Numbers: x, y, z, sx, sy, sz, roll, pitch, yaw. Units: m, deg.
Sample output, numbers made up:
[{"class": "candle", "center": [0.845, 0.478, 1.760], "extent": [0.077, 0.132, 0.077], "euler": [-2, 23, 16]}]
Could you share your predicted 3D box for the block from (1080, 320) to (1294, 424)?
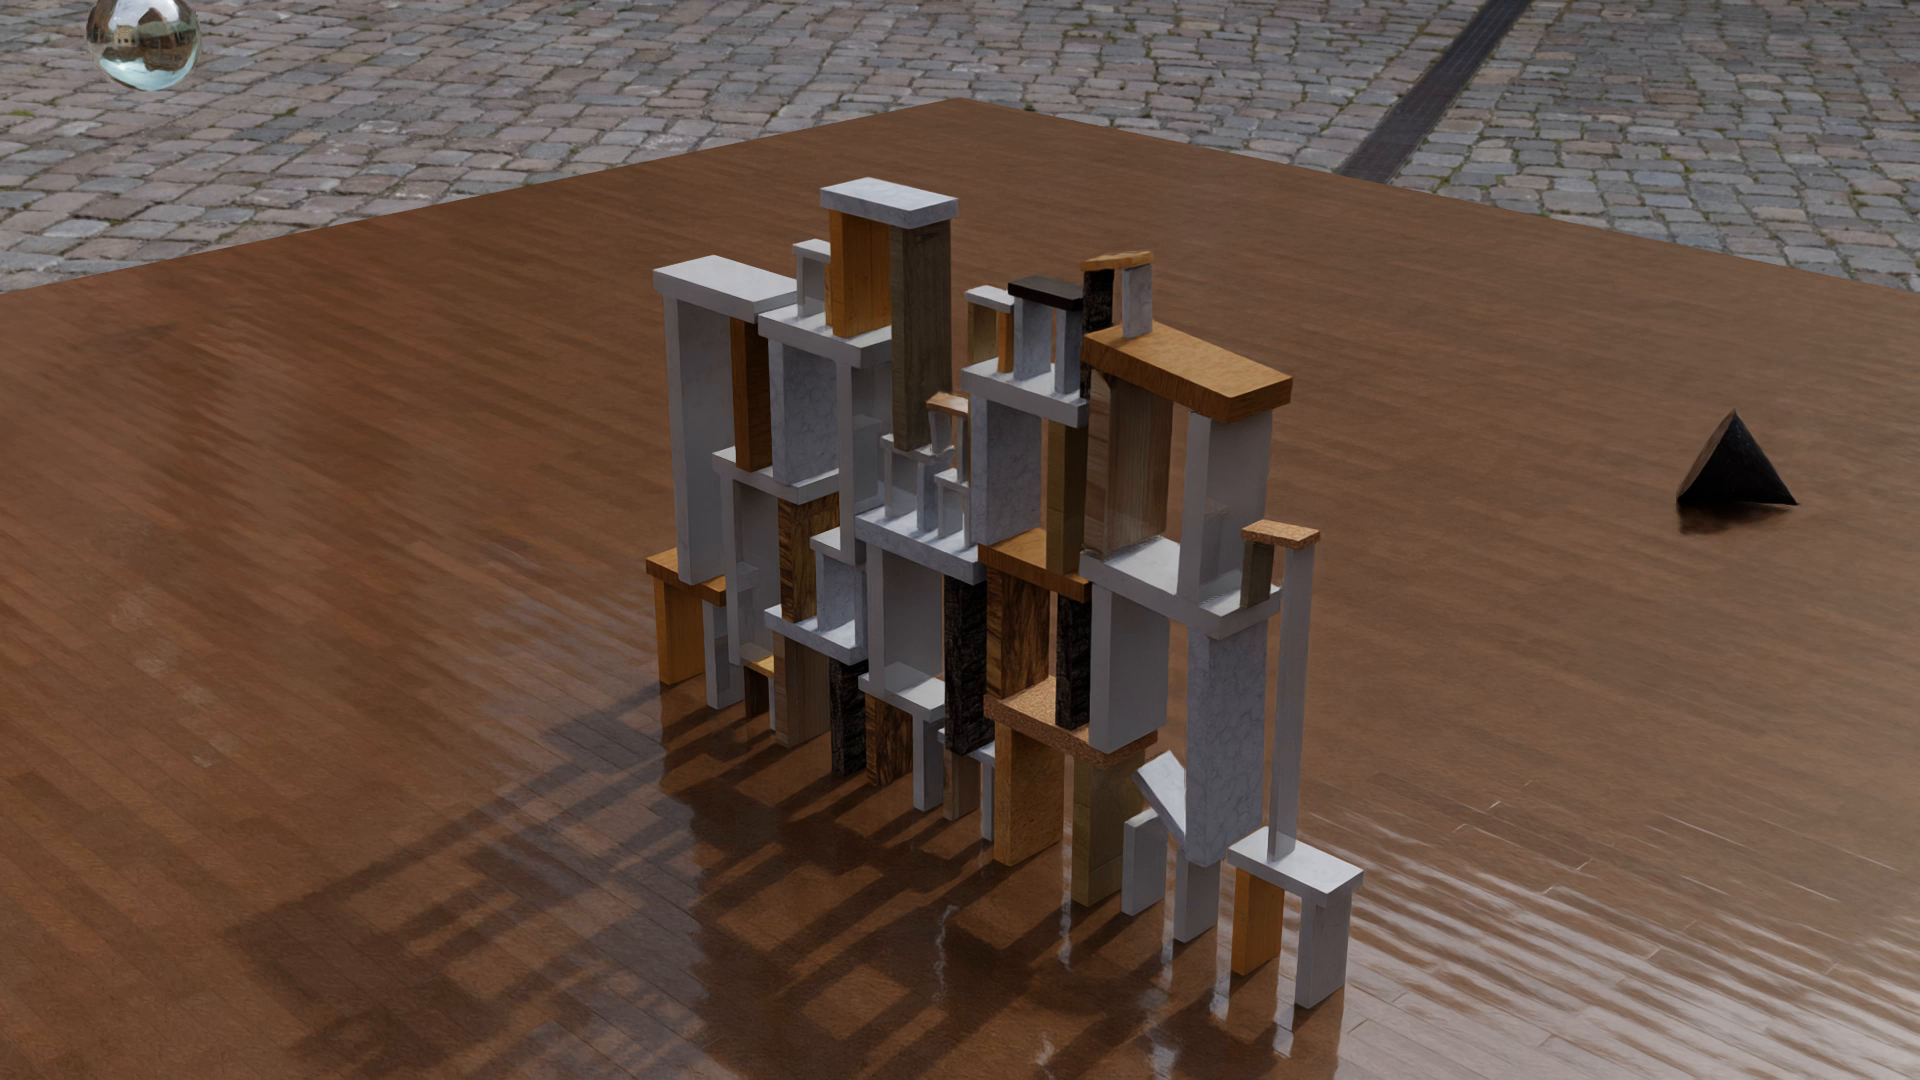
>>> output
[{"class": "block", "center": [0.377, -0.287, 3.690], "extent": [0.163, 0.046, 0.327], "euler": [-19, 35, -41]}]

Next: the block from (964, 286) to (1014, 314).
[{"class": "block", "center": [0.069, -0.433, 3.955], "extent": [0.058, 0.016, 0.115], "euler": [-21, 32, -41]}]

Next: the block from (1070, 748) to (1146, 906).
[{"class": "block", "center": [0.279, 0.523, 4.138], "extent": [0.043, 0.304, 0.152], "euler": [21, 31, 41]}]

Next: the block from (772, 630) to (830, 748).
[{"class": "block", "center": [-0.334, 0.300, 4.712], "extent": [0.038, 0.267, 0.134], "euler": [21, 31, 41]}]

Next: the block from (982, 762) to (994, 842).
[{"class": "block", "center": [0.083, 0.505, 4.356], "extent": [0.084, 0.167, 0.024], "euler": [-21, 31, -41]}]

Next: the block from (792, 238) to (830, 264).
[{"class": "block", "center": [-0.263, -0.560, 4.279], "extent": [0.124, 0.018, 0.062], "euler": [21, 31, 41]}]

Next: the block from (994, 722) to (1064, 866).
[{"class": "block", "center": [0.136, 0.467, 4.270], "extent": [0.043, 0.304, 0.152], "euler": [21, 31, 41]}]

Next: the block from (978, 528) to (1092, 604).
[{"class": "block", "center": [0.174, 0.041, 4.046], "extent": [0.133, 0.038, 0.265], "euler": [-21, 31, -41]}]

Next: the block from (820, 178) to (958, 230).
[{"class": "block", "center": [-0.134, -0.629, 4.102], "extent": [0.123, 0.035, 0.247], "euler": [-22, 31, -40]}]

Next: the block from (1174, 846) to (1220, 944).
[{"class": "block", "center": [0.435, 0.633, 4.025], "extent": [0.095, 0.191, 0.027], "euler": [-21, 31, -40]}]

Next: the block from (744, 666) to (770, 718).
[{"class": "block", "center": [-0.444, 0.324, 4.838], "extent": [0.018, 0.124, 0.062], "euler": [21, 31, 41]}]

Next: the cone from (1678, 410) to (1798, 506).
[{"class": "cone", "center": [2.151, -0.165, 5.970], "extent": [0.278, 0.278, 0.278], "euler": [31, 30, 9]}]

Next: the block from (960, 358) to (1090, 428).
[{"class": "block", "center": [0.152, -0.271, 3.944], "extent": [0.144, 0.041, 0.288], "euler": [-21, 31, -41]}]

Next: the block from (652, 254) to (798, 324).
[{"class": "block", "center": [-0.465, -0.516, 4.507], "extent": [0.162, 0.046, 0.324], "euler": [-21, 31, -41]}]

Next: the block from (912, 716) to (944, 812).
[{"class": "block", "center": [-0.047, 0.436, 4.463], "extent": [0.030, 0.211, 0.105], "euler": [21, 31, 41]}]

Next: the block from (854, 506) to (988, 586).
[{"class": "block", "center": [-0.033, -0.003, 4.261], "extent": [0.325, 0.046, 0.162], "euler": [21, 31, 41]}]

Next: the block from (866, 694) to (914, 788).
[{"class": "block", "center": [-0.146, 0.397, 4.554], "extent": [0.030, 0.211, 0.105], "euler": [21, 31, 41]}]

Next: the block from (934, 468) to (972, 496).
[{"class": "block", "center": [0.006, -0.109, 4.160], "extent": [0.106, 0.015, 0.053], "euler": [21, 31, 40]}]

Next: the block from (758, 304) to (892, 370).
[{"class": "block", "center": [-0.241, -0.406, 4.309], "extent": [0.301, 0.043, 0.151], "euler": [21, 31, 41]}]

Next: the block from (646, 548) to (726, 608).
[{"class": "block", "center": [-0.565, 0.076, 4.874], "extent": [0.258, 0.037, 0.129], "euler": [21, 31, 41]}]

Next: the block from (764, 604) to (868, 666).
[{"class": "block", "center": [-0.271, 0.184, 4.595], "extent": [0.267, 0.038, 0.134], "euler": [21, 31, 41]}]

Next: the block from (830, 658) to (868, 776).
[{"class": "block", "center": [-0.208, 0.349, 4.596], "extent": [0.038, 0.267, 0.134], "euler": [21, 31, 41]}]

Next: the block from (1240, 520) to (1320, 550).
[{"class": "block", "center": [0.530, -0.008, 3.634], "extent": [0.118, 0.017, 0.059], "euler": [13, 26, 44]}]

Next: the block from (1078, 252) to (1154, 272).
[{"class": "block", "center": [0.265, -0.472, 3.731], "extent": [0.117, 0.017, 0.059], "euler": [2, 17, 45]}]

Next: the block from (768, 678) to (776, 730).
[{"class": "block", "center": [-0.386, 0.347, 4.784], "extent": [0.018, 0.124, 0.062], "euler": [21, 31, 41]}]

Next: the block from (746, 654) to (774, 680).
[{"class": "block", "center": [-0.415, 0.270, 4.783], "extent": [0.124, 0.018, 0.062], "euler": [21, 31, 41]}]

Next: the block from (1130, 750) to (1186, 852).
[{"class": "block", "center": [0.401, 0.481, 3.986], "extent": [0.095, 0.027, 0.191], "euler": [-24, 71, -41]}]

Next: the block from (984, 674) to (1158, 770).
[{"class": "block", "center": [0.206, 0.336, 4.135], "extent": [0.304, 0.043, 0.152], "euler": [21, 31, 41]}]

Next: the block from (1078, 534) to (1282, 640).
[{"class": "block", "center": [0.380, 0.073, 3.823], "extent": [0.162, 0.046, 0.323], "euler": [-21, 33, -40]}]

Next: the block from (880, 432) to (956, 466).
[{"class": "block", "center": [-0.081, -0.180, 4.233], "extent": [0.139, 0.020, 0.070], "euler": [22, 32, 40]}]

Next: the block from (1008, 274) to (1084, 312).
[{"class": "block", "center": [0.165, -0.434, 3.857], "extent": [0.152, 0.022, 0.076], "euler": [21, 30, 40]}]

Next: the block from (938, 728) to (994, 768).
[{"class": "block", "center": [0.043, 0.402, 4.355], "extent": [0.167, 0.024, 0.084], "euler": [21, 31, 41]}]

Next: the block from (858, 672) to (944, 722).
[{"class": "block", "center": [-0.096, 0.306, 4.462], "extent": [0.211, 0.030, 0.105], "euler": [21, 31, 41]}]

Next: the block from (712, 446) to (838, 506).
[{"class": "block", "center": [-0.375, -0.145, 4.571], "extent": [0.274, 0.039, 0.137], "euler": [21, 31, 41]}]

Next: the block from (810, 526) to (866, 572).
[{"class": "block", "center": [-0.215, 0.018, 4.463], "extent": [0.086, 0.024, 0.173], "euler": [-21, 31, -40]}]

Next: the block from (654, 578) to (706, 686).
[{"class": "block", "center": [-0.626, 0.188, 4.988], "extent": [0.037, 0.258, 0.129], "euler": [21, 31, 41]}]

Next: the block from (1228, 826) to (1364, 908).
[{"class": "block", "center": [0.584, 0.569, 3.835], "extent": [0.107, 0.030, 0.213], "euler": [-22, 31, -40]}]

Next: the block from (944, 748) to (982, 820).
[{"class": "block", "center": [0.005, 0.474, 4.430], "extent": [0.024, 0.167, 0.084], "euler": [21, 31, 40]}]

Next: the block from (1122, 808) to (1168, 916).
[{"class": "block", "center": [0.345, 0.598, 4.107], "extent": [0.027, 0.191, 0.095], "euler": [21, 31, 41]}]

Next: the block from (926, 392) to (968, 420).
[{"class": "block", "center": [-0.011, -0.250, 4.106], "extent": [0.095, 0.014, 0.048], "euler": [16, 35, 27]}]
